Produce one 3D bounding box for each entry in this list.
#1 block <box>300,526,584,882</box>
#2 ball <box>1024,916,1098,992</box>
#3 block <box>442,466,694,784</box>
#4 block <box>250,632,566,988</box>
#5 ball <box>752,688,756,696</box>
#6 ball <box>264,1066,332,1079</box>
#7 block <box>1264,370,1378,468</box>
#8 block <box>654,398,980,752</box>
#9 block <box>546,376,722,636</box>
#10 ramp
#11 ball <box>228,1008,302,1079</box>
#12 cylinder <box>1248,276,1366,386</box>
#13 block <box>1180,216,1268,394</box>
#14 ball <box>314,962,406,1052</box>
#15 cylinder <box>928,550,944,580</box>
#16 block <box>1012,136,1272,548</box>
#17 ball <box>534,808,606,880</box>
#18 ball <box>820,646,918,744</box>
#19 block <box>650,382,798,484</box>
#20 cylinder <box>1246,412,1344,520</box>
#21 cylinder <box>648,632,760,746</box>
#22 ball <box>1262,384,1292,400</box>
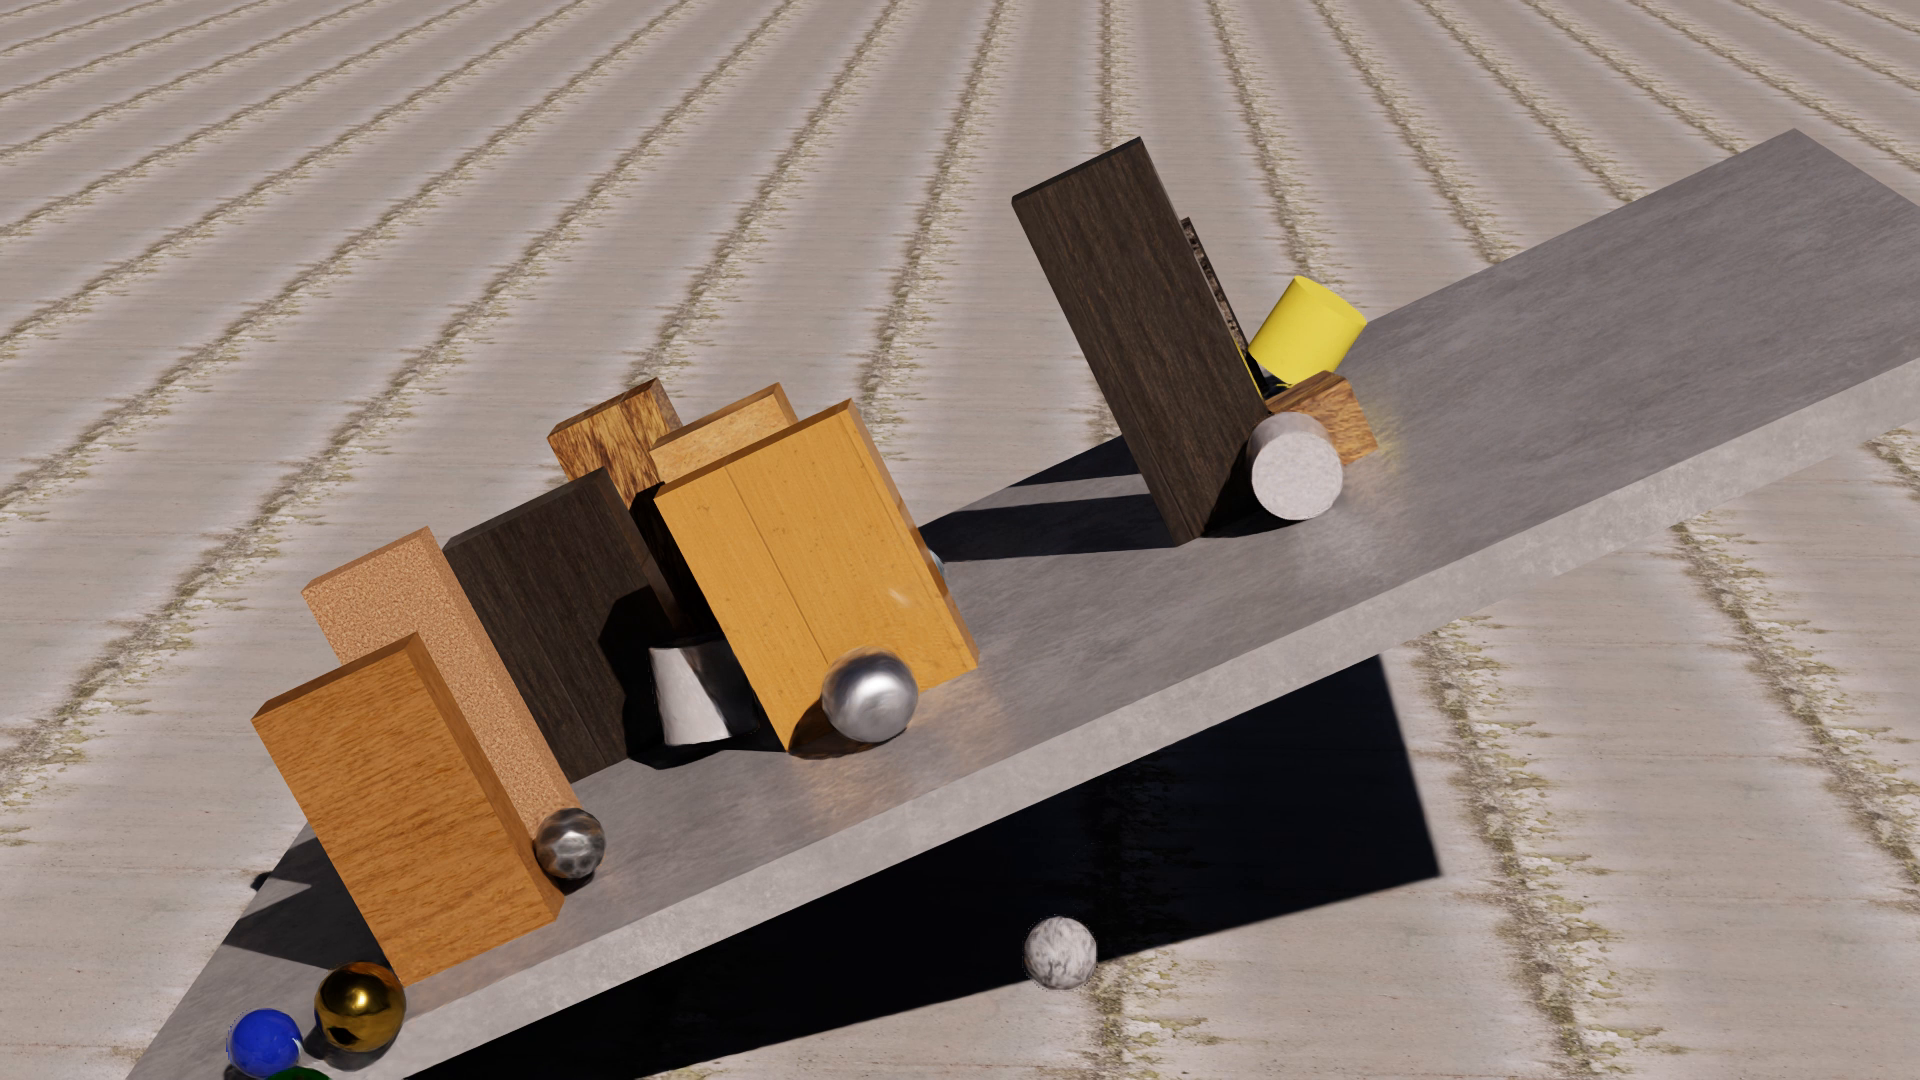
[{"bbox_3d":[-1.005,0.363,5.859,0.265,0.751,0.083,-24,13,9],"label":"block"},{"bbox_3d":[0.173,0.712,5.058,0.127,0.127,0.127,0,16,0],"label":"ball"},{"bbox_3d":[-0.830,0.192,6.513,0.389,0.596,0.126,-24,13,9],"label":"block"},{"bbox_3d":[-1.060,0.522,5.671,0.336,0.608,0.110,-24,13,9],"label":"block"},{"bbox_3d":[-0.495,0.291,6.502,0.137,0.137,0.137,0,16,0],"label":"ball"},{"bbox_3d":[-1.211,1.056,5.369,0.186,0.186,0.186,0,16,0],"label":"ball"},{"bbox_3d":[0.741,-0.235,6.095,0.161,0.161,0.161,-28,13,-4],"label":"block"},{"bbox_3d":[-0.285,0.074,5.937,0.432,0.591,0.100,-24,13,9],"label":"block"},{"bbox_3d":[-0.704,-0.033,7.019,0.274,0.646,0.134,-24,13,9],"label":"block"},{"bbox_3d":[0.137,0.168,6.282,4.000,0.100,2.000,-24,13,9],"label":"ramp"},{"bbox_3d":[-1.312,0.952,5.555,0.134,0.134,0.134,0,16,0],"label":"ball"},{"bbox_3d":[0.784,-0.462,6.643,0.194,0.194,0.194,29,18,-11],"label":"cylinder"},{"bbox_3d":[0.471,-0.446,6.730,0.337,0.471,0.141,-24,13,9],"label":"block"},{"bbox_3d":[-1.114,0.867,5.464,0.169,0.169,0.169,0,16,0],"label":"ball"},{"bbox_3d":[-0.109,0.088,6.586,0.114,0.114,0.114,6,25,19],"label":"cylinder"},{"bbox_3d":[0.404,-0.399,5.985,0.285,0.790,0.088,-24,13,9],"label":"block"},{"bbox_3d":[-0.757,0.590,5.717,0.138,0.138,0.138,0,16,0],"label":"ball"},{"bbox_3d":[-0.177,0.301,5.740,0.190,0.190,0.190,0,16,0],"label":"ball"},{"bbox_3d":[-0.429,-0.032,6.673,0.312,0.563,0.121,-24,13,9],"label":"block"},{"bbox_3d":[0.666,-0.149,5.870,0.179,0.179,0.179,0,15,1],"label":"cylinder"},{"bbox_3d":[-0.545,0.313,6.250,0.204,0.204,0.204,-10,5,1],"label":"cylinder"},{"bbox_3d":[0.700,-0.276,6.400,0.126,0.126,0.126,0,16,0],"label":"ball"}]
